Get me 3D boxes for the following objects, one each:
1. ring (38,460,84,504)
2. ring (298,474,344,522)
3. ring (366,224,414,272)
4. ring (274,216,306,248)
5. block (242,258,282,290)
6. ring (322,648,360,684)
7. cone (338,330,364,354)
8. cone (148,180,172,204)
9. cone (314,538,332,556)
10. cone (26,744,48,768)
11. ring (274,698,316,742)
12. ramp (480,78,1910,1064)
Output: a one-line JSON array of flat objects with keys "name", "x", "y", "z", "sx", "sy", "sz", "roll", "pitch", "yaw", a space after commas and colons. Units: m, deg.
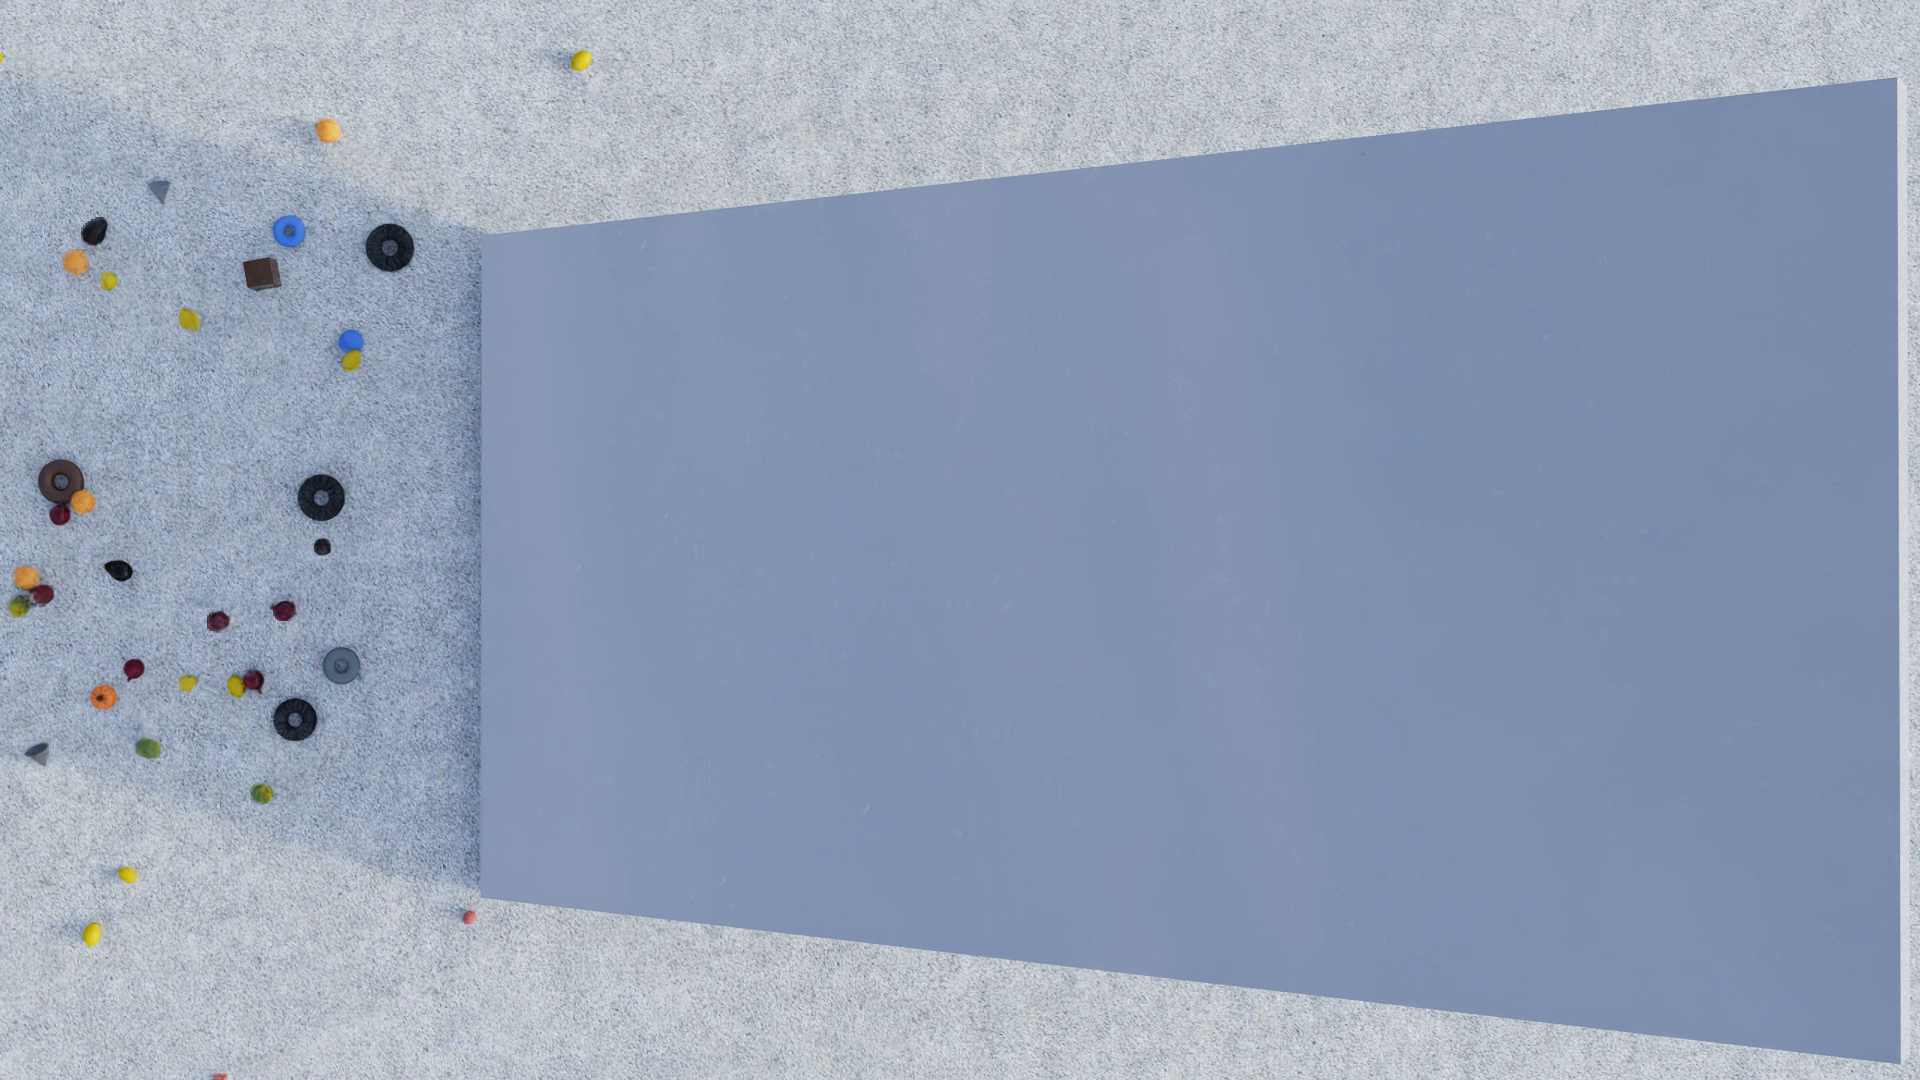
[{"name": "ring", "x": -2.741, "y": -0.178, "z": 6.705, "sx": 0.137, "sy": 0.046, "sz": 0.137, "roll": 0, "pitch": 91, "yaw": -1}, {"name": "ring", "x": -1.947, "y": -0.129, "z": 6.704, "sx": 0.143, "sy": 0.048, "sz": 0.143, "roll": 0, "pitch": 88, "yaw": 1}, {"name": "ring", "x": -1.739, "y": -0.892, "z": 6.709, "sx": 0.147, "sy": 0.049, "sz": 0.147, "roll": 0, "pitch": 91, "yaw": 0}, {"name": "ring", "x": -2.049, "y": -0.943, "z": 6.718, "sx": 0.097, "sy": 0.032, "sz": 0.097, "roll": 0, "pitch": 91, "yaw": 0}, {"name": "block", "x": -2.123, "y": -0.809, "z": 6.693, "sx": 0.080, "sy": 0.080, "sz": 0.080, "roll": -11, "pitch": 90, "yaw": 0}, {"name": "ring", "x": -1.886, "y": 0.384, "z": 6.704, "sx": 0.114, "sy": 0.038, "sz": 0.114, "roll": 0, "pitch": 90, "yaw": 1}, {"name": "cone", "x": -1.863, "y": -0.606, "z": 6.693, "sx": 0.077, "sy": 0.077, "sz": 0.077, "roll": 0, "pitch": 90, "yaw": 0}, {"name": "cone", "x": -2.439, "y": -1.055, "z": 6.720, "sx": 0.067, "sy": 0.067, "sz": 0.067, "roll": -2, "pitch": 116, "yaw": 0}, {"name": "cone", "x": -1.950, "y": 0.021, "z": 6.699, "sx": 0.053, "sy": 0.053, "sz": 0.053, "roll": 0, "pitch": 90, "yaw": 0}, {"name": "cone", "x": -2.803, "y": 0.667, "z": 6.705, "sx": 0.067, "sy": 0.067, "sz": 0.067, "roll": -13, "pitch": 116, "yaw": 0}, {"name": "ring", "x": -2.025, "y": 0.548, "z": 6.700, "sx": 0.131, "sy": 0.044, "sz": 0.131, "roll": 0, "pitch": 90, "yaw": -1}, {"name": "ramp", "x": 0.255, "y": 0.070, "z": 5.590, "sx": 4.000, "sy": 0.100, "sz": 2.000, "roll": 0, "pitch": 89, "yaw": 33}]
